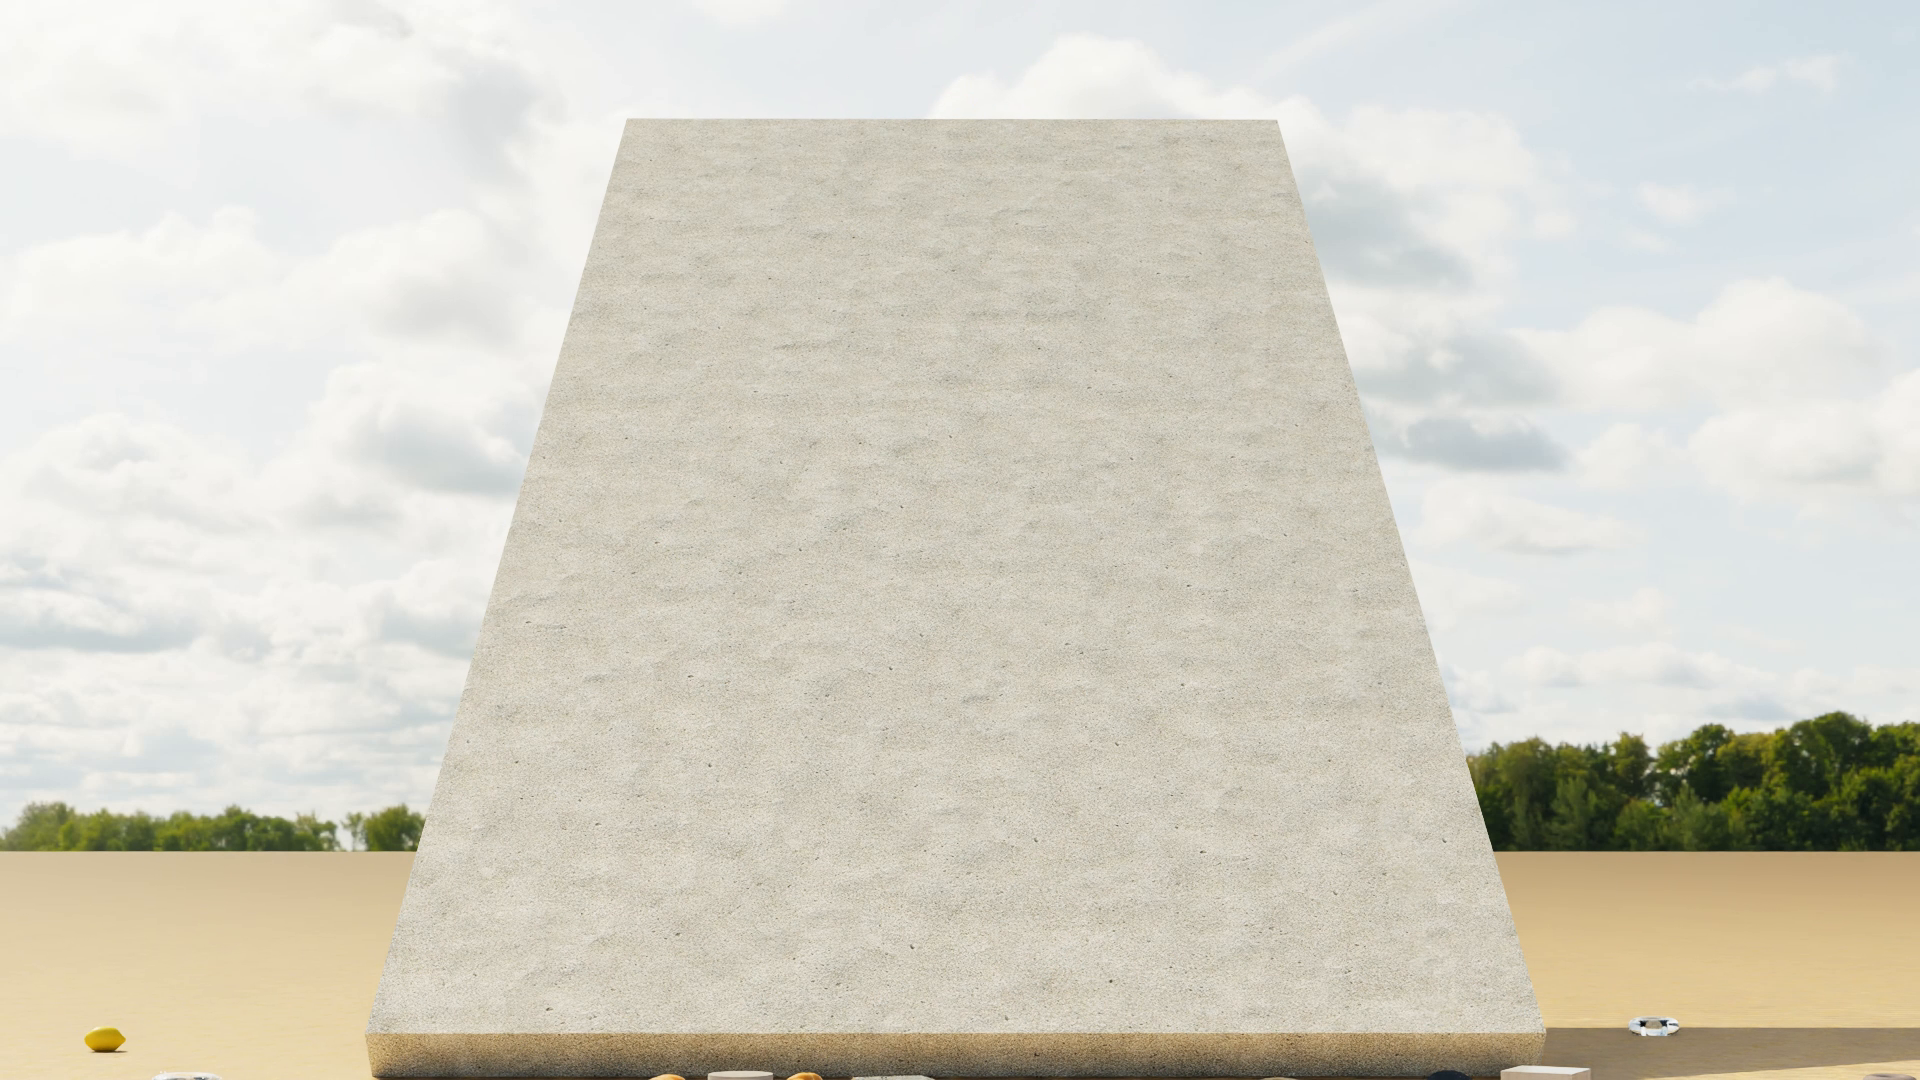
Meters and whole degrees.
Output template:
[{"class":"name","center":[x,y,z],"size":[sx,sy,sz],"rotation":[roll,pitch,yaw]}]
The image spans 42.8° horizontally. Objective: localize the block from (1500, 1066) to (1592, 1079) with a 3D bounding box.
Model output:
[{"class":"block","center":[0.784,0.756,3.269],"size":[0.095,0.095,0.095],"rotation":[-4,-8,29]}]

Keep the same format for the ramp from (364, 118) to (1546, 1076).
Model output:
[{"class":"ramp","center":[-0.015,-0.188,5.863],"size":[2.000,0.100,4.000],"rotation":[0,32,0]}]

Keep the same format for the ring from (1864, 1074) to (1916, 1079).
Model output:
[{"class":"ring","center":[1.484,0.869,3.905],"size":[0.086,0.029,0.086],"rotation":[0,-6,0]}]

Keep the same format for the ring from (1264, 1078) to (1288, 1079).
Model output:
[{"class":"ring","center":[0.442,0.762,3.260],"size":[0.143,0.048,0.143],"rotation":[8,14,-2]}]

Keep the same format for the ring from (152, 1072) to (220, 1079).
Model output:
[{"class":"ring","center":[-1.212,0.856,3.835],"size":[0.112,0.037,0.112],"rotation":[1,-7,0]}]

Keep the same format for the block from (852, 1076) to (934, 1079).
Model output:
[{"class":"block","center":[-0.081,0.739,3.133],"size":[0.095,0.095,0.095],"rotation":[2,-7,-17]}]

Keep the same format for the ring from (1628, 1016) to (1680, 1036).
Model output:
[{"class":"ring","center":[1.451,1.017,5.121],"size":[0.104,0.035,0.104],"rotation":[-1,-6,0]}]

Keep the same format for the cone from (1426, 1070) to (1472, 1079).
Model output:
[{"class":"cone","center":[0.667,0.797,3.386],"size":[0.097,0.097,0.097],"rotation":[1,-34,-10]}]

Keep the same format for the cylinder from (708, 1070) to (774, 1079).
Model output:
[{"class":"cylinder","center":[-0.295,0.762,3.292],"size":[0.087,0.087,0.087],"rotation":[0,-7,0]}]
